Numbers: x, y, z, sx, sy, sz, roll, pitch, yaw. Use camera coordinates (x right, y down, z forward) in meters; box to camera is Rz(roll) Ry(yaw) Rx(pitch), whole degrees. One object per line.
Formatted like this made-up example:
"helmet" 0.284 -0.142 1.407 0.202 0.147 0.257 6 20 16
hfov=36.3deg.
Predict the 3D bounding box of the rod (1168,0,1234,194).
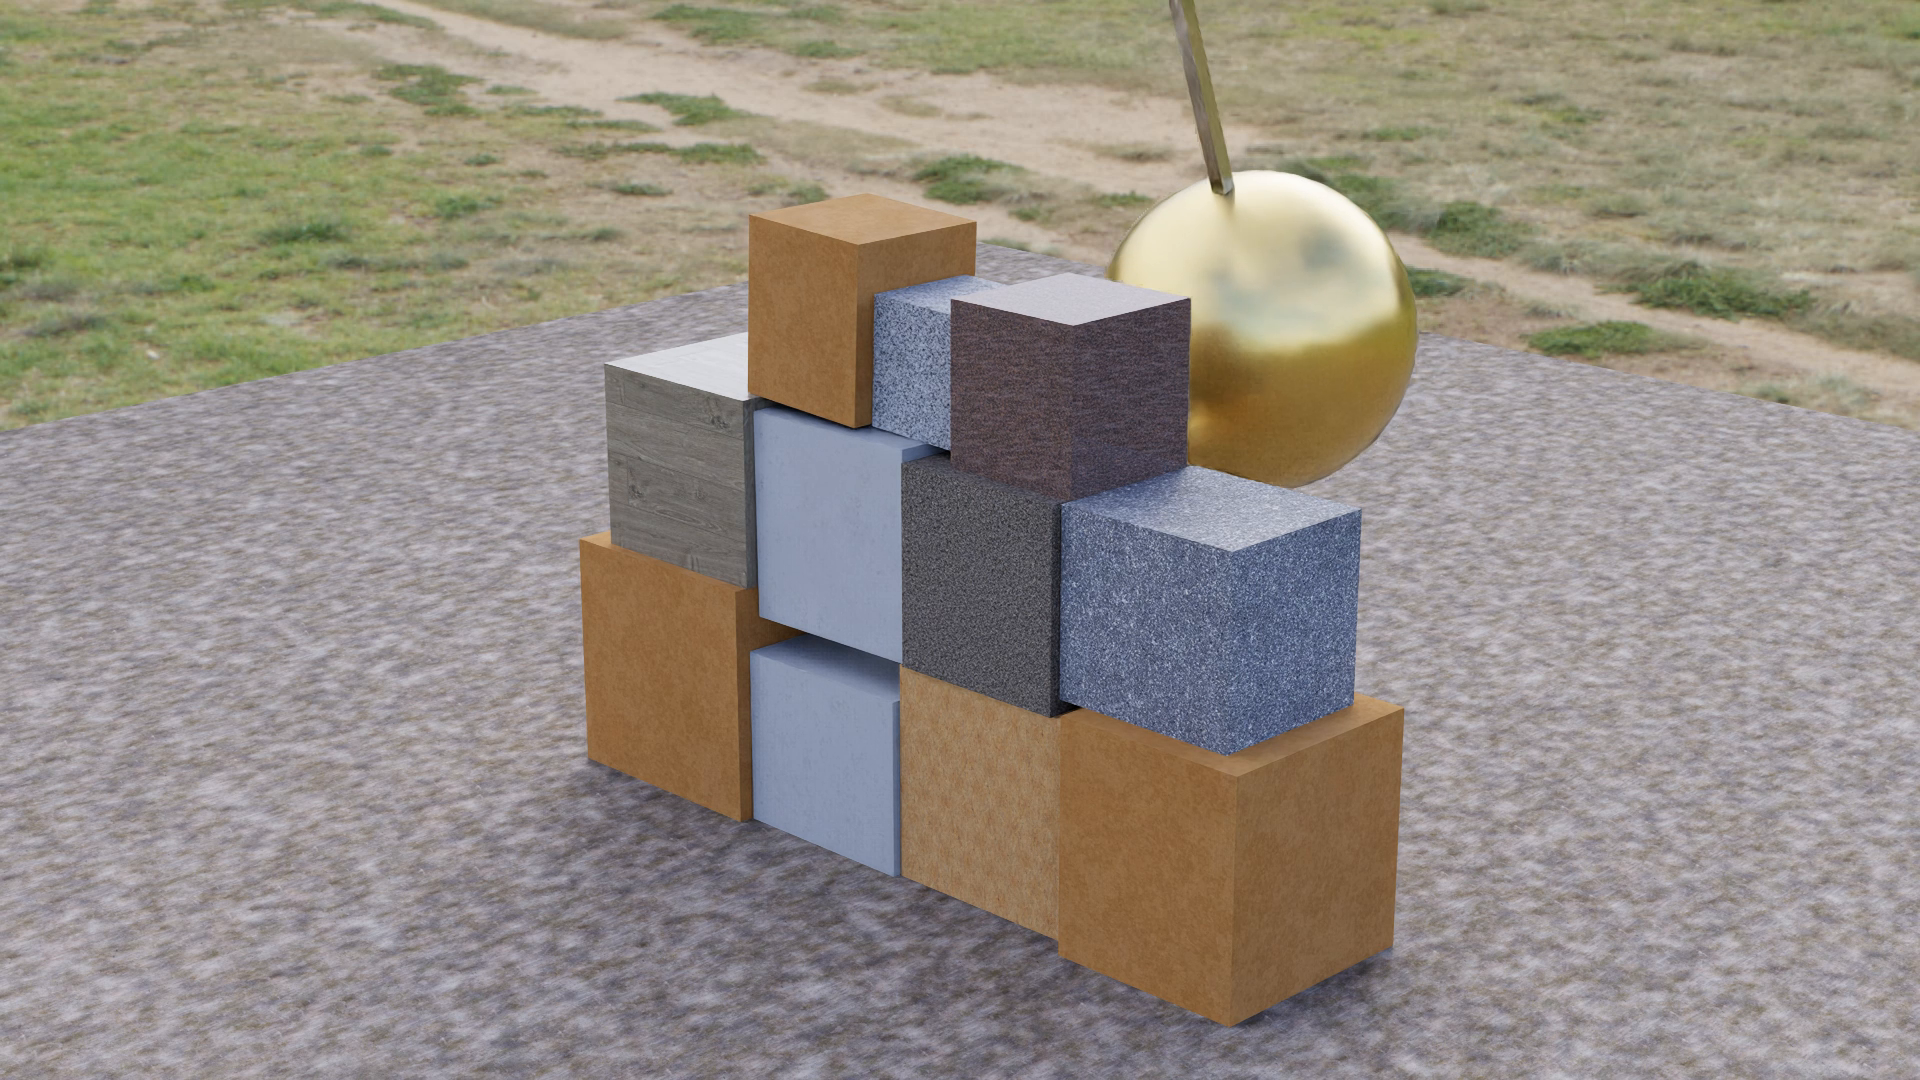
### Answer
"rod" 0.636 -3.824 12.806 0.080 5.200 0.080 17 44 42

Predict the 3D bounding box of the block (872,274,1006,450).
"block" 0.014 -0.794 13.093 0.560 0.610 0.575 19 26 42

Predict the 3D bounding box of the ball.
"ball" 1.467 -1.030 14.555 1.600 1.600 1.600 0 17 0

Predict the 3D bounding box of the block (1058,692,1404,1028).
"block" 1.153 1.250 12.528 1.102 1.103 0.961 -17 24 -42

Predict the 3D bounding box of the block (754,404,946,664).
"block" -0.290 -0.110 13.624 0.877 0.997 0.988 -17 23 -42

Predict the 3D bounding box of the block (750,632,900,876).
"block" -0.314 0.935 13.953 0.947 0.850 0.973 -17 24 -42

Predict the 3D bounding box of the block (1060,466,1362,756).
"block" 1.047 0.274 12.345 0.838 0.869 0.926 -17 24 -42

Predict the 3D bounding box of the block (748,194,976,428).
"block" -0.454 -1.068 13.466 0.739 0.840 0.725 -17 27 -42

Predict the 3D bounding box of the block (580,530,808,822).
"block" -1.085 0.557 14.634 1.081 1.162 1.177 -17 24 -42

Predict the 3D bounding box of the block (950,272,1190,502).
"block" 0.474 -0.675 12.653 0.740 0.755 0.715 -17 24 -42

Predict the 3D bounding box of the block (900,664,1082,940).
"block" 0.429 1.067 13.238 0.902 1.027 1.077 -17 24 -42

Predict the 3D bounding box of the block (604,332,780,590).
"block" -1.004 -0.417 14.274 1.000 0.912 1.016 -17 24 -42

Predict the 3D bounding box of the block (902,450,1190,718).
"block" 0.373 0.119 12.963 0.877 0.946 0.908 -17 24 -42
